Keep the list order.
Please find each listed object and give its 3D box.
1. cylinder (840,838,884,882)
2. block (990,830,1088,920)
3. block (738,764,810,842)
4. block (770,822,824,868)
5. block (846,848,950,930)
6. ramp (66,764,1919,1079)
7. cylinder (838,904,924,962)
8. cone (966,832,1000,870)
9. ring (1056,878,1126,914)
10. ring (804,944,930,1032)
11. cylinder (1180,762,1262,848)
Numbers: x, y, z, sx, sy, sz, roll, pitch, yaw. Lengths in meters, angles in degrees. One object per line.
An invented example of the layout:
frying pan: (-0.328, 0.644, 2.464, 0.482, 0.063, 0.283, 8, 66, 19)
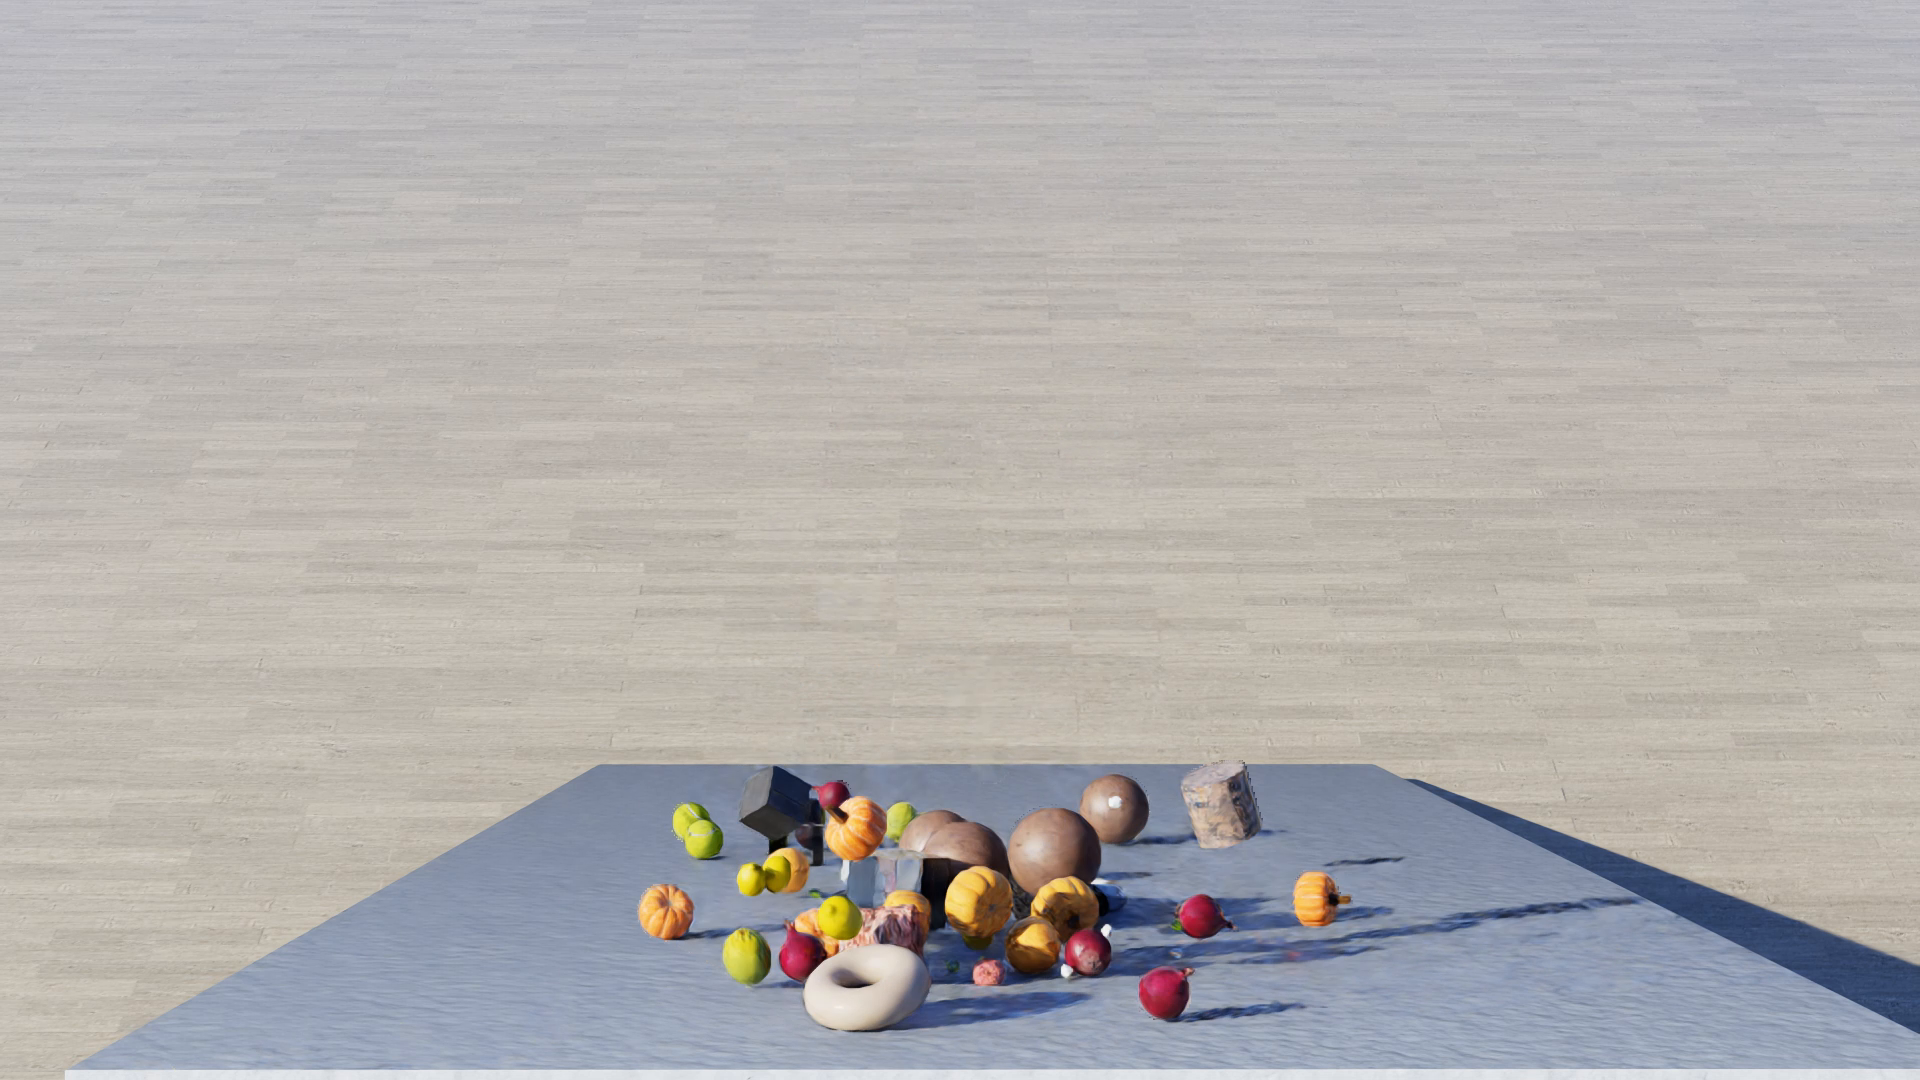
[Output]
cylinder: (-0.127, 0.462, 3.659, 0.063, 0.063, 0.063, 26, 29, -12)
block: (0.116, 0.491, 3.792, 0.086, 0.086, 0.086, -23, 8, 47)
block: (-0.316, 0.449, 4.417, 0.081, 0.081, 0.081, 33, 45, -27)
block: (-0.283, 0.528, 4.485, 0.071, 0.071, 0.071, 0, 0, -28)
block: (-0.086, 0.480, 3.555, 0.098, 0.098, 0.098, 4, 0, -44)
ramp: (0.069, 0.615, 4.690, 2.000, 0.100, 4.000, 0, 0, 0)
cylinder: (-0.098, 0.503, 3.229, 0.091, 0.091, 0.091, -6, 30, 8)
cone: (0.044, 0.540, 4.406, 0.060, 0.060, 0.060, -8, 41, 7)
ring: (0.186, 0.537, 3.916, 0.131, 0.044, 0.131, 1, -2, 0)
ring: (-0.106, 0.512, 2.964, 0.148, 0.049, 0.148, -9, 19, 3)
cylinder: (0.359, 0.365, 3.560, 0.090, 0.090, 0.090, -17, 9, 3)
